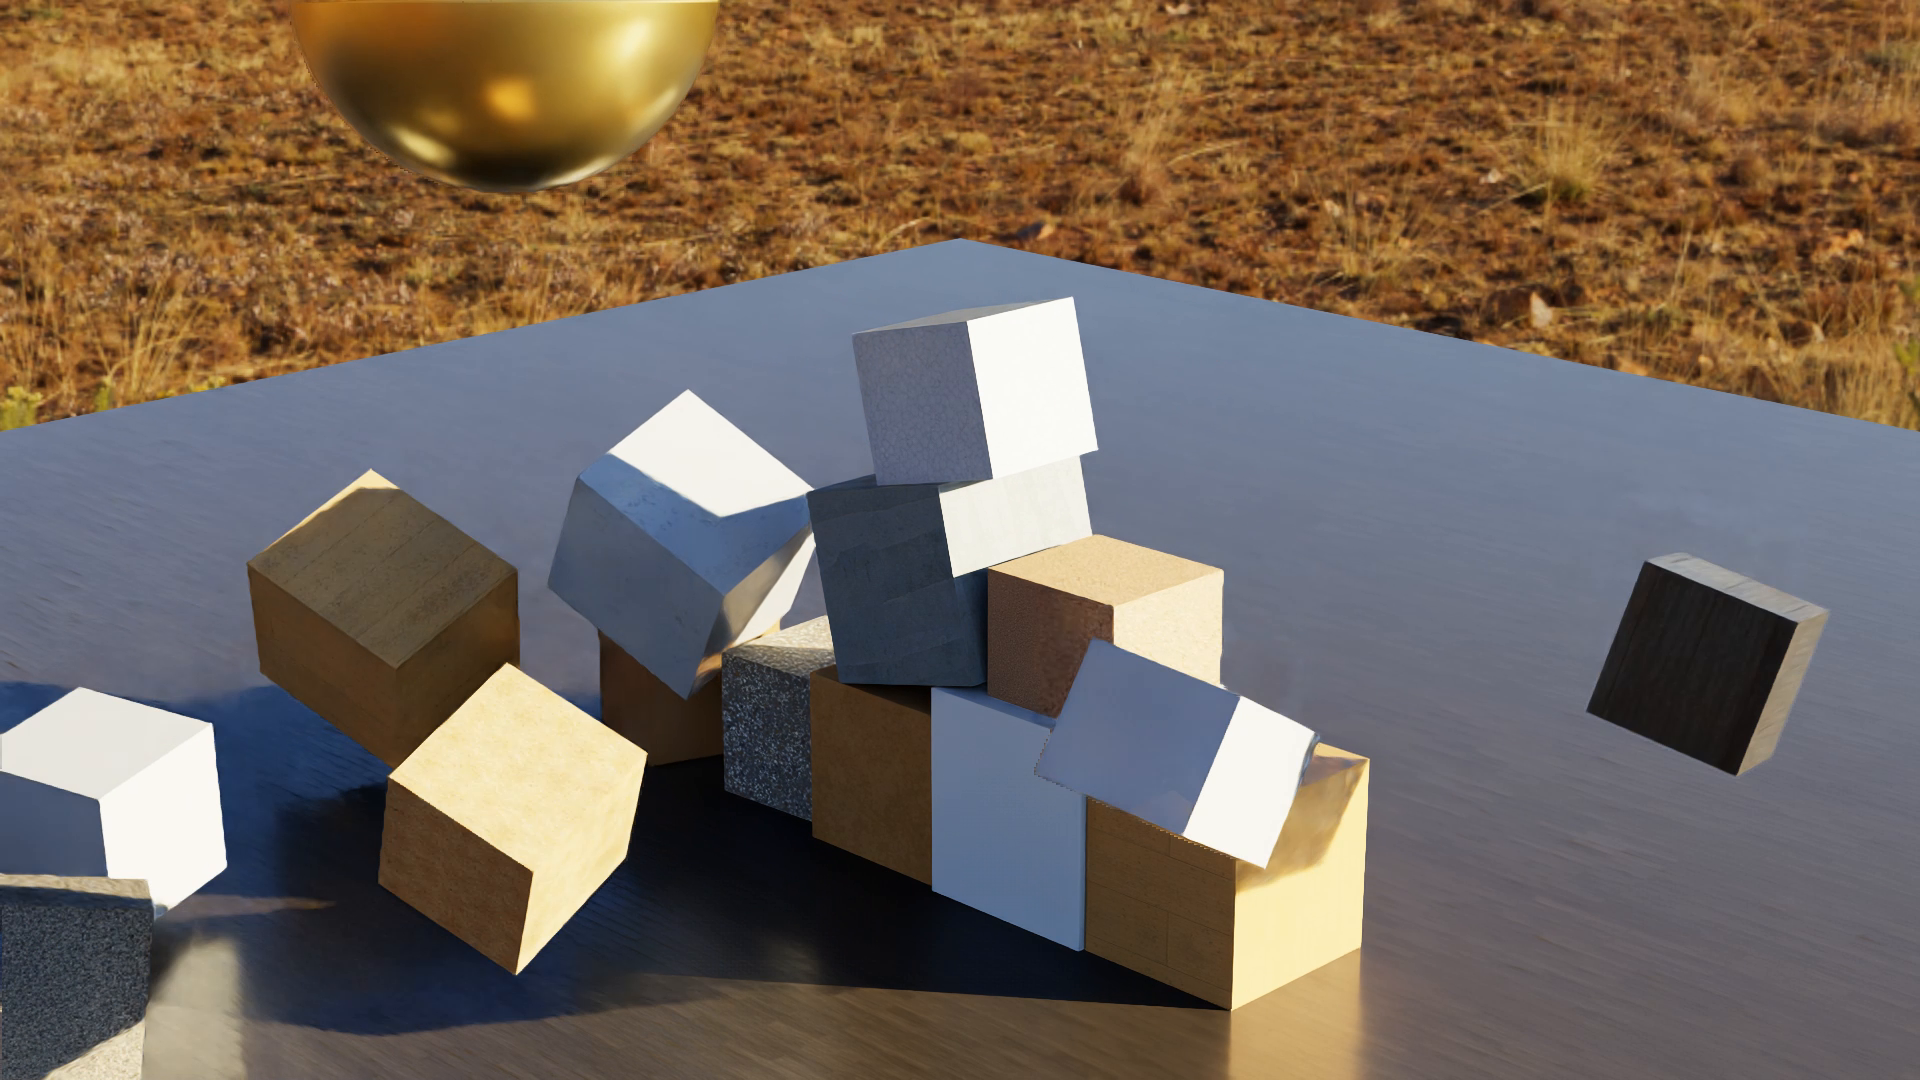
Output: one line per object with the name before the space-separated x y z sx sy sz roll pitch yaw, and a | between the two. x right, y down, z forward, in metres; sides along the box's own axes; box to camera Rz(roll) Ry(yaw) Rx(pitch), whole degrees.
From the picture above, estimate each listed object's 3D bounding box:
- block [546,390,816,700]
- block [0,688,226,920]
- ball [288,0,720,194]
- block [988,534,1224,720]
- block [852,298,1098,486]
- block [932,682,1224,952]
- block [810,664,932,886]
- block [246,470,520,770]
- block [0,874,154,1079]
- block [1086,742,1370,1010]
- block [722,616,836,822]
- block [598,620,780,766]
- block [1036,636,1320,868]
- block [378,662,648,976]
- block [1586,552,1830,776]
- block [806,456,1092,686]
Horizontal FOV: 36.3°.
block | -1.330 0.025 14.289 0.921 0.889 0.820 38 51 12
block | -3.761 1.198 12.795 0.736 0.732 0.734 12 28 23
ball | -1.690 -2.094 10.912 1.600 1.600 1.600 0 17 0
block | 0.631 0.406 12.802 0.702 0.589 0.739 -17 24 -42
block | 0.065 -0.660 13.061 0.736 0.689 0.676 -2 11 45
block | 0.523 1.118 13.154 0.934 0.980 0.905 -17 24 -42
block | -0.109 1.007 13.762 0.841 0.827 0.825 -17 24 -42
block | -2.871 0.409 14.695 0.999 0.849 0.846 32 52 20
block | -3.386 1.626 10.777 0.743 0.680 0.776 4 1 -17
block | 1.142 1.353 12.583 0.823 0.873 0.874 17 24 42
block | -0.644 0.877 14.346 0.731 0.724 0.724 15 23 39
block | -1.394 0.627 15.068 0.716 0.768 0.713 -8 19 -25
block | 0.874 0.849 11.666 0.713 0.579 0.744 21 -3 34
block | -1.524 0.946 9.958 0.592 0.616 0.631 31 48 13
block | 3.000 0.484 11.754 0.636 0.651 0.614 24 14 24
block | -0.010 0.117 13.413 0.891 0.898 0.884 -17 10 -42
